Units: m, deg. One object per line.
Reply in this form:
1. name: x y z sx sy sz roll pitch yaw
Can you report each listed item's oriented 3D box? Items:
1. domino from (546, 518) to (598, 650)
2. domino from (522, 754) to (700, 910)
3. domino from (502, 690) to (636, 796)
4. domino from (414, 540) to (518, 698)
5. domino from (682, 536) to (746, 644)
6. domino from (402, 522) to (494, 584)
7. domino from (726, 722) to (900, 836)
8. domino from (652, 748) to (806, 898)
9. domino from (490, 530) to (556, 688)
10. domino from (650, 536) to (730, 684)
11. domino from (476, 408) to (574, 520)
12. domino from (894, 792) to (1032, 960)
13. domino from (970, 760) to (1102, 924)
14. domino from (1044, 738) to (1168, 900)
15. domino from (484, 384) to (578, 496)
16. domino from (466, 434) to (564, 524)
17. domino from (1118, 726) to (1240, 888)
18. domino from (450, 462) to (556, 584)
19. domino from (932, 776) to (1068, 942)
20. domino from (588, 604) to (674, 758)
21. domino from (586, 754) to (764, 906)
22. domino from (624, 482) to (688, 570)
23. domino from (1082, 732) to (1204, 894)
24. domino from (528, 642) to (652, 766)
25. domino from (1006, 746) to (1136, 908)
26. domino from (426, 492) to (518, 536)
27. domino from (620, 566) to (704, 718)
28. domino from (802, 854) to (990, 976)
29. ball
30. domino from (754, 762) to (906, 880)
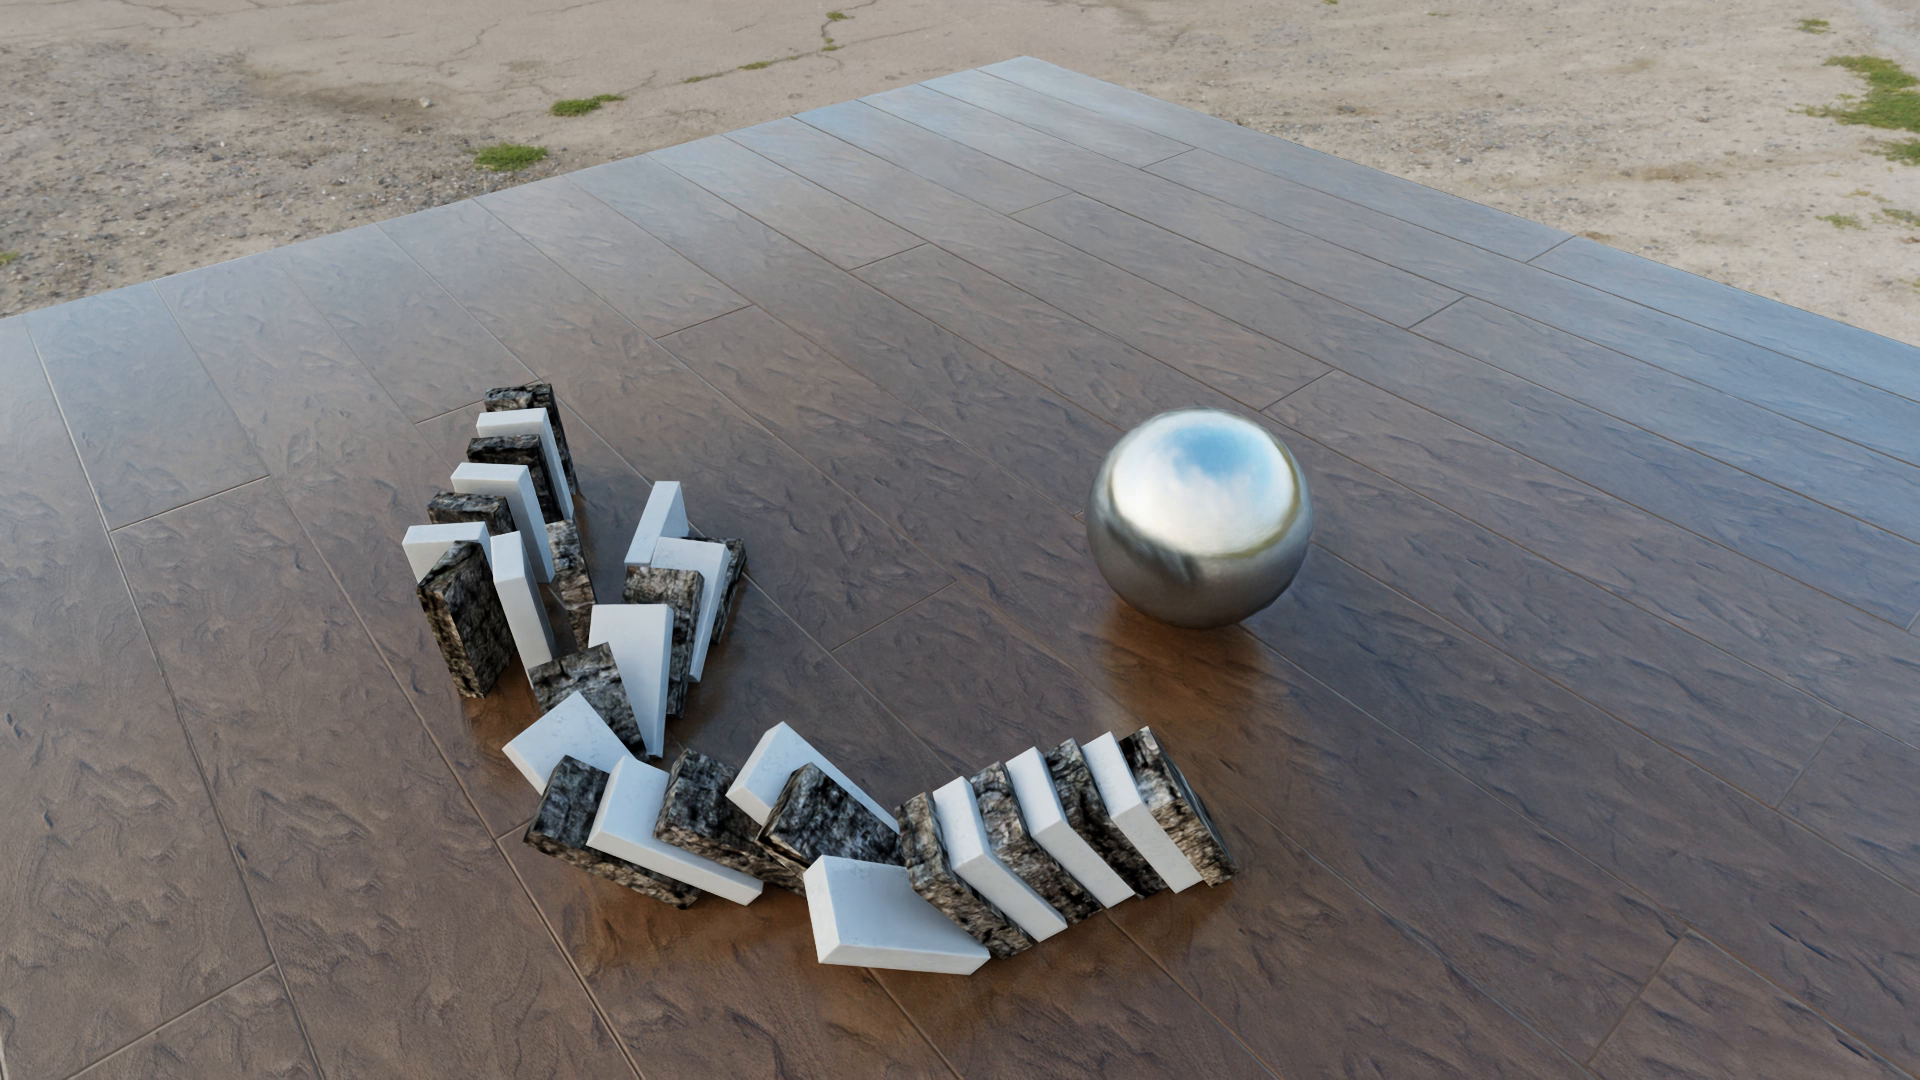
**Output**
1. domino: -0.134 0.020 0.387 0.009 0.050 0.025 -15 42 -17
2. domino: -0.097 0.084 0.317 0.050 0.010 0.025 31 39 -20
3. domino: -0.110 0.073 0.330 0.050 0.010 0.025 51 51 -5
4. domino: -0.168 0.028 0.378 0.009 0.050 0.025 6 40 8
5. domino: -0.100 0.019 0.421 0.025 0.010 0.050 2 39 2
6. domino: -0.176 0.017 0.391 0.025 0.050 0.009 -4 39 -5
7. domino: -0.042 0.079 0.321 0.050 0.009 0.025 44 40 -14
8. domino: -0.062 0.083 0.320 0.050 0.009 0.025 30 35 -21
9. domino: -0.151 0.025 0.381 0.010 0.050 0.025 -13 41 -16
10. domino: -0.101 0.025 0.396 0.025 0.010 0.050 7 66 5
11. domino: -0.176 -0.029 0.447 0.025 0.050 0.009 -6 40 -7
12. domino: 0.001 0.092 0.300 0.010 0.050 0.025 -31 40 10
13. domino: 0.022 0.085 0.309 0.009 0.050 0.025 -31 40 9
14. domino: 0.042 0.080 0.315 0.009 0.050 0.025 -31 40 9
15. domino: -0.179 -0.040 0.461 0.025 0.050 0.009 -6 40 -8
16. domino: -0.173 -0.017 0.433 0.025 0.050 0.010 -4 40 -5
17. domino: 0.064 0.078 0.318 0.010 0.050 0.025 -31 40 9
18. domino: -0.172 -0.006 0.419 0.025 0.050 0.010 3 39 3
19. domino: 0.011 0.089 0.304 0.009 0.050 0.025 -31 40 10
20. domino: -0.111 0.047 0.366 0.025 0.010 0.050 0 72 1
21. domino: -0.079 0.084 0.318 0.050 0.009 0.025 29 37 -21
22. domino: -0.118 0.002 0.429 0.009 0.025 0.050 1 39 1
23. domino: 0.053 0.079 0.316 0.010 0.050 0.025 -31 40 9
24. domino: -0.115 0.060 0.345 0.025 0.009 0.050 -19 86 -22
25. domino: 0.032 0.082 0.313 0.010 0.050 0.025 -32 40 9
26. domino: -0.175 0.006 0.404 0.025 0.050 0.010 5 40 6
27. domino: -0.105 0.035 0.380 0.025 0.010 0.050 4 72 4
28. domino: -0.017 0.101 0.296 0.050 0.010 0.025 21 33 -35
29. ball: 0.086 -0.008 0.397 0.080 0.080 0.080 0 39 0
30. domino: -0.031 0.089 0.310 0.050 0.010 0.025 44 41 -15
